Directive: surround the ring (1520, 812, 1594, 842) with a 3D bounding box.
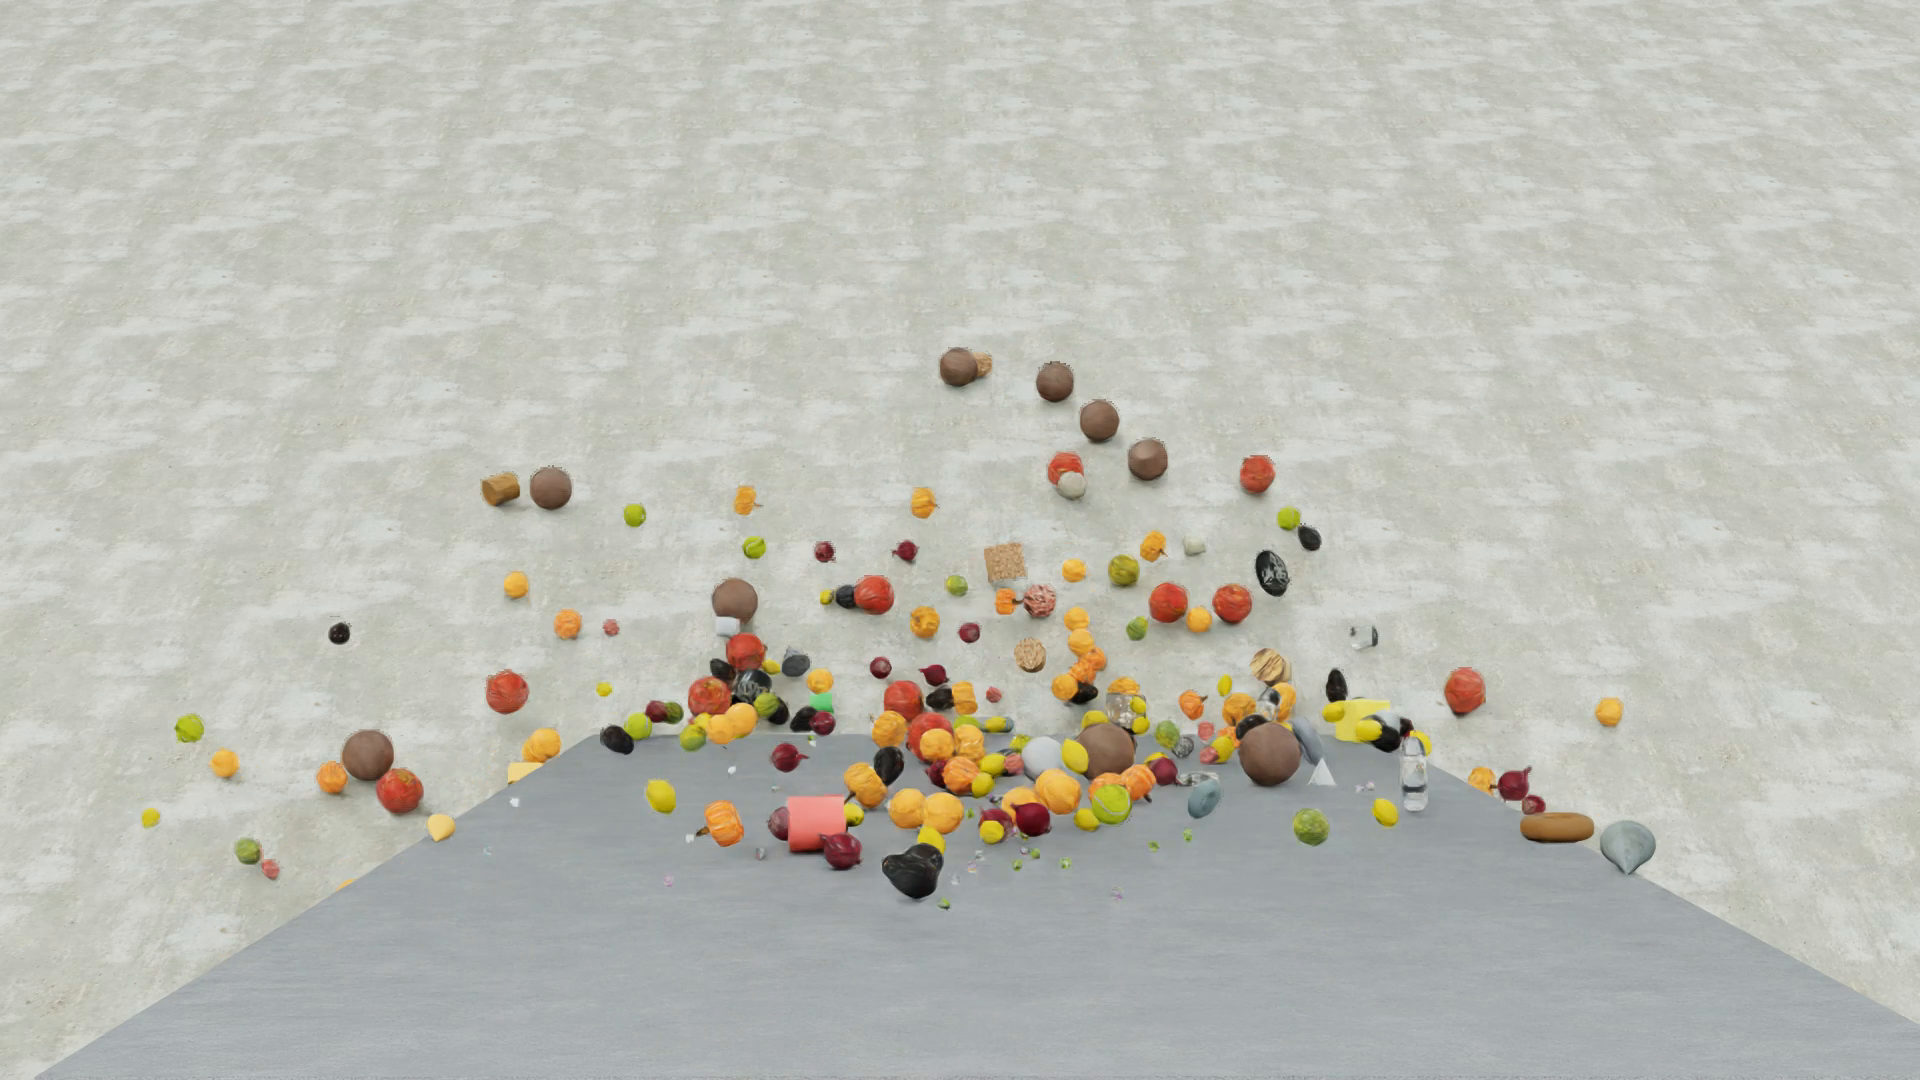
[{"bbox_3d":[1.036,0.499,4.485,0.128,0.043,0.128,-2,0,0],"label":"ring"}]

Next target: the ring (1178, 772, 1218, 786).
[{"bbox_3d":[0.494,0.496,5.362,0.083,0.028,0.083,0,-1,0],"label":"ring"}]

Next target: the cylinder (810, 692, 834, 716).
[{"bbox_3d":[-0.366,0.434,6.831,0.057,0.057,0.057,-5,28,-4],"label":"cylinder"}]

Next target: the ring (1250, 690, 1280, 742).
[{"bbox_3d":[0.725,0.417,6.137,0.045,0.134,0.134,19,33,16],"label":"ring"}]

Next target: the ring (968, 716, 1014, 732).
[{"bbox_3d":[0.081,0.480,6.717,0.118,0.039,0.118,-1,-3,0],"label":"ring"}]

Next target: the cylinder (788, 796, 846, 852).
[{"bbox_3d":[-0.240,0.475,4.328,0.093,0.093,0.093,-1,28,-5],"label":"cylinder"}]

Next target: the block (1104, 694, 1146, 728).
[{"bbox_3d":[0.433,0.447,6.758,0.084,0.084,0.084,4,-2,21],"label":"block"}]

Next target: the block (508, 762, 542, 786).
[{"bbox_3d":[-1.088,0.617,6.483,0.083,0.083,0.083,-2,28,-4],"label":"block"}]

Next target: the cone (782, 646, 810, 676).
[{"bbox_3d":[-0.457,0.313,7.026,0.083,0.083,0.083,-8,43,-15],"label":"cone"}]

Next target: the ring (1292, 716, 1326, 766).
[{"bbox_3d":[0.744,0.430,5.520,0.038,0.114,0.114,-26,32,-3],"label":"ring"}]

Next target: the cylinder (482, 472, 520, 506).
[{"bbox_3d":[-1.406,-0.156,7.914,0.084,0.084,0.084,-23,36,-35],"label":"cylinder"}]

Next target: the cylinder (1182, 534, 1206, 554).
[{"bbox_3d":[0.690,0.013,7.620,0.057,0.057,0.057,-5,28,-5],"label":"cylinder"}]

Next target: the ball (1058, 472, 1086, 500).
[{"bbox_3d":[0.343,-0.165,7.908,0.090,0.090,0.090,0,28,0],"label":"ball"}]

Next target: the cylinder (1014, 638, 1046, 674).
[{"bbox_3d":[0.187,0.306,6.840,0.082,0.082,0.082,3,-12,6],"label":"cylinder"}]

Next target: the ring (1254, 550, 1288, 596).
[{"bbox_3d":[0.891,0.095,7.379,0.046,0.139,0.139,-23,15,32],"label":"ring"}]

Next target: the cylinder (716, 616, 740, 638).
[{"bbox_3d":[-0.646,0.241,7.183,0.055,0.055,0.055,6,29,11],"label":"cylinder"}]

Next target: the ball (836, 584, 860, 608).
[{"bbox_3d":[-0.320,0.161,7.353,0.068,0.068,0.068,0,28,0],"label":"ball"}]

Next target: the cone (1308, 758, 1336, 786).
[{"bbox_3d":[0.756,0.481,5.402,0.057,0.057,0.057,0,1,0],"label":"cone"}]

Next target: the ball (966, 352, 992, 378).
[{"bbox_3d":[0.065,-0.594,8.745,0.088,0.088,0.088,0,28,0],"label":"ball"}]

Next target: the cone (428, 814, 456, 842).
[{"bbox_3d":[-0.904,0.510,4.476,0.050,0.050,0.050,1,25,2],"label":"cone"}]

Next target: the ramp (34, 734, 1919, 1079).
[{"bbox_3d":[0.063,0.569,4.610,2.000,0.100,4.000,0,1,0],"label":"ramp"}]

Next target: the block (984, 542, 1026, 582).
[{"bbox_3d":[0.128,0.063,7.442,0.099,0.099,0.099,-10,-2,-5],"label":"block"}]

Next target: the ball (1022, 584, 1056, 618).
[{"bbox_3d":[0.225,0.171,7.305,0.095,0.095,0.095,0,28,0],"label":"ball"}]

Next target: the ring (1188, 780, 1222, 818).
[{"bbox_3d":[0.449,0.476,4.755,0.080,0.080,0.027,-24,45,-38],"label":"ring"}]

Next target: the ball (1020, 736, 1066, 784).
[{"bbox_3d":[0.174,0.461,5.413,0.098,0.098,0.098,0,28,0],"label":"ball"}]

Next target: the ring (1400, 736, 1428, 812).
[{"bbox_3d":[0.854,0.440,4.868,0.048,0.143,0.143,-4,27,9],"label":"ring"}]

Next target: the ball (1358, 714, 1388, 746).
[{"bbox_3d":[1.006,0.463,6.293,0.073,0.073,0.073,0,28,0],"label":"ball"}]

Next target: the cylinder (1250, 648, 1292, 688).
[{"bbox_3d":[0.838,0.345,6.942,0.088,0.088,0.088,18,-6,30],"label":"cylinder"}]

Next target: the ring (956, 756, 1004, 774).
[{"bbox_3d":[0.044,0.490,5.619,0.107,0.036,0.107,1,-1,0],"label":"ring"}]

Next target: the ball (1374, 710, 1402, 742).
[{"bbox_3d":[1.045,0.457,6.360,0.080,0.080,0.080,0,28,0],"label":"ball"}]

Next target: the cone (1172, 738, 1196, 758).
[{"bbox_3d":[0.510,0.490,5.960,0.059,0.059,0.059,10,8,18],"label":"cone"}]

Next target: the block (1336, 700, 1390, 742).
[{"bbox_3d":[1.003,0.449,6.438,0.097,0.097,0.097,0,1,-25],"label":"block"}]

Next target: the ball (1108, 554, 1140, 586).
[{"bbox_3d":[0.474,0.087,7.465,0.094,0.094,0.094,0,28,0],"label":"ball"}]
